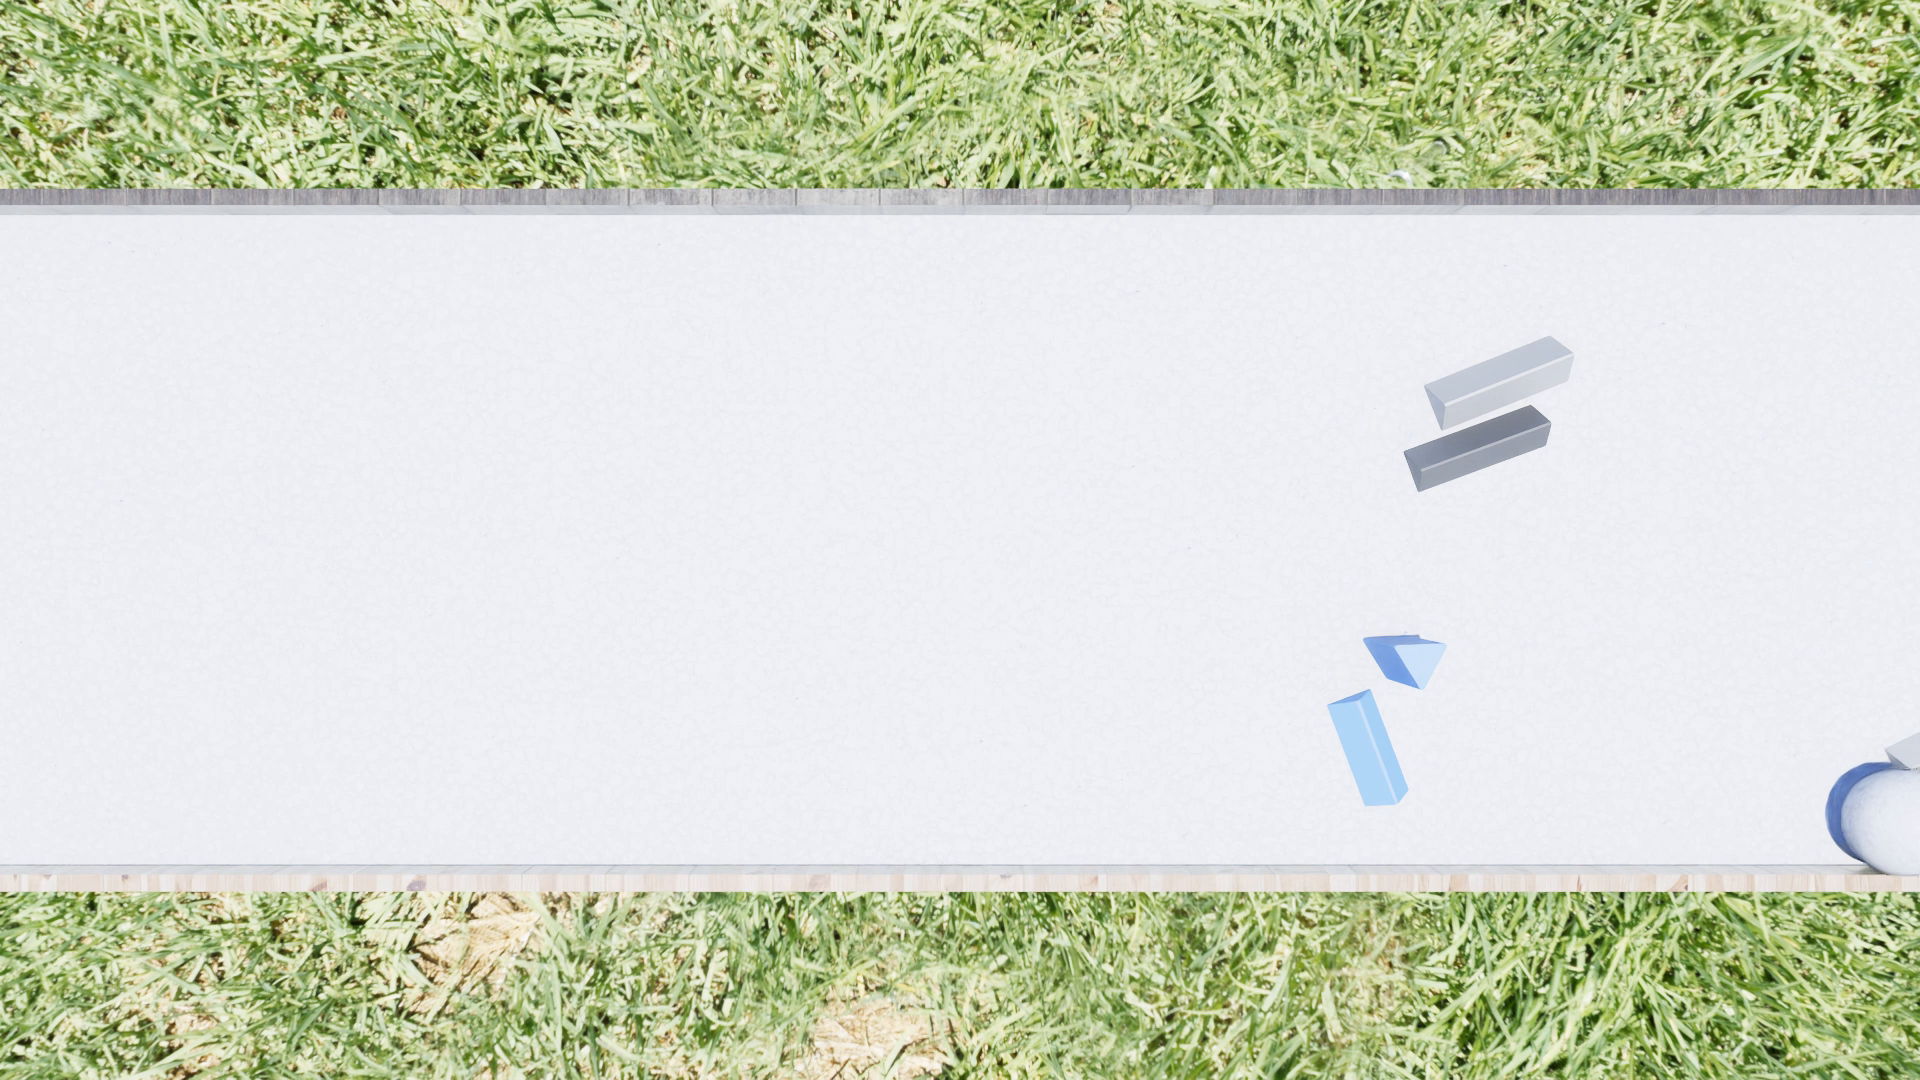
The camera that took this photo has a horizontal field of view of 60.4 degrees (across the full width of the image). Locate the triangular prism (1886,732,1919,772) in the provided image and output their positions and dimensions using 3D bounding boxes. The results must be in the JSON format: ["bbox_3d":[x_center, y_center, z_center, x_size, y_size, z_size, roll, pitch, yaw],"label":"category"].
[{"bbox_3d":[3.074,0.595,5.026,0.458,0.095,0.110,-26,90,0],"label":"triangular prism"}]

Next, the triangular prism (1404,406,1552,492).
[{"bbox_3d":[1.583,-0.281,5.016,0.417,0.115,0.133,-20,90,0],"label":"triangular prism"}]

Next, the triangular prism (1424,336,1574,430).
[{"bbox_3d":[1.647,-0.481,5.008,0.416,0.129,0.149,-22,90,0],"label":"triangular prism"}]

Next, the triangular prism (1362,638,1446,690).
[{"bbox_3d":[1.332,0.332,4.887,0.127,0.379,0.147,-32,90,0],"label":"triangular prism"}]

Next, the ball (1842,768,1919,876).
[{"bbox_3d":[2.808,0.842,4.918,0.316,0.316,0.316,0,90,0],"label":"ball"}]

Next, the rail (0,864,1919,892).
[{"bbox_3d":[-2.247,1.025,5.001,12.000,0.150,0.050,0,90,0],"label":"rail"}]

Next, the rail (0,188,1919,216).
[{"bbox_3d":[-2.247,-1.025,5.002,12.000,0.150,0.050,0,90,0],"label":"rail"}]
